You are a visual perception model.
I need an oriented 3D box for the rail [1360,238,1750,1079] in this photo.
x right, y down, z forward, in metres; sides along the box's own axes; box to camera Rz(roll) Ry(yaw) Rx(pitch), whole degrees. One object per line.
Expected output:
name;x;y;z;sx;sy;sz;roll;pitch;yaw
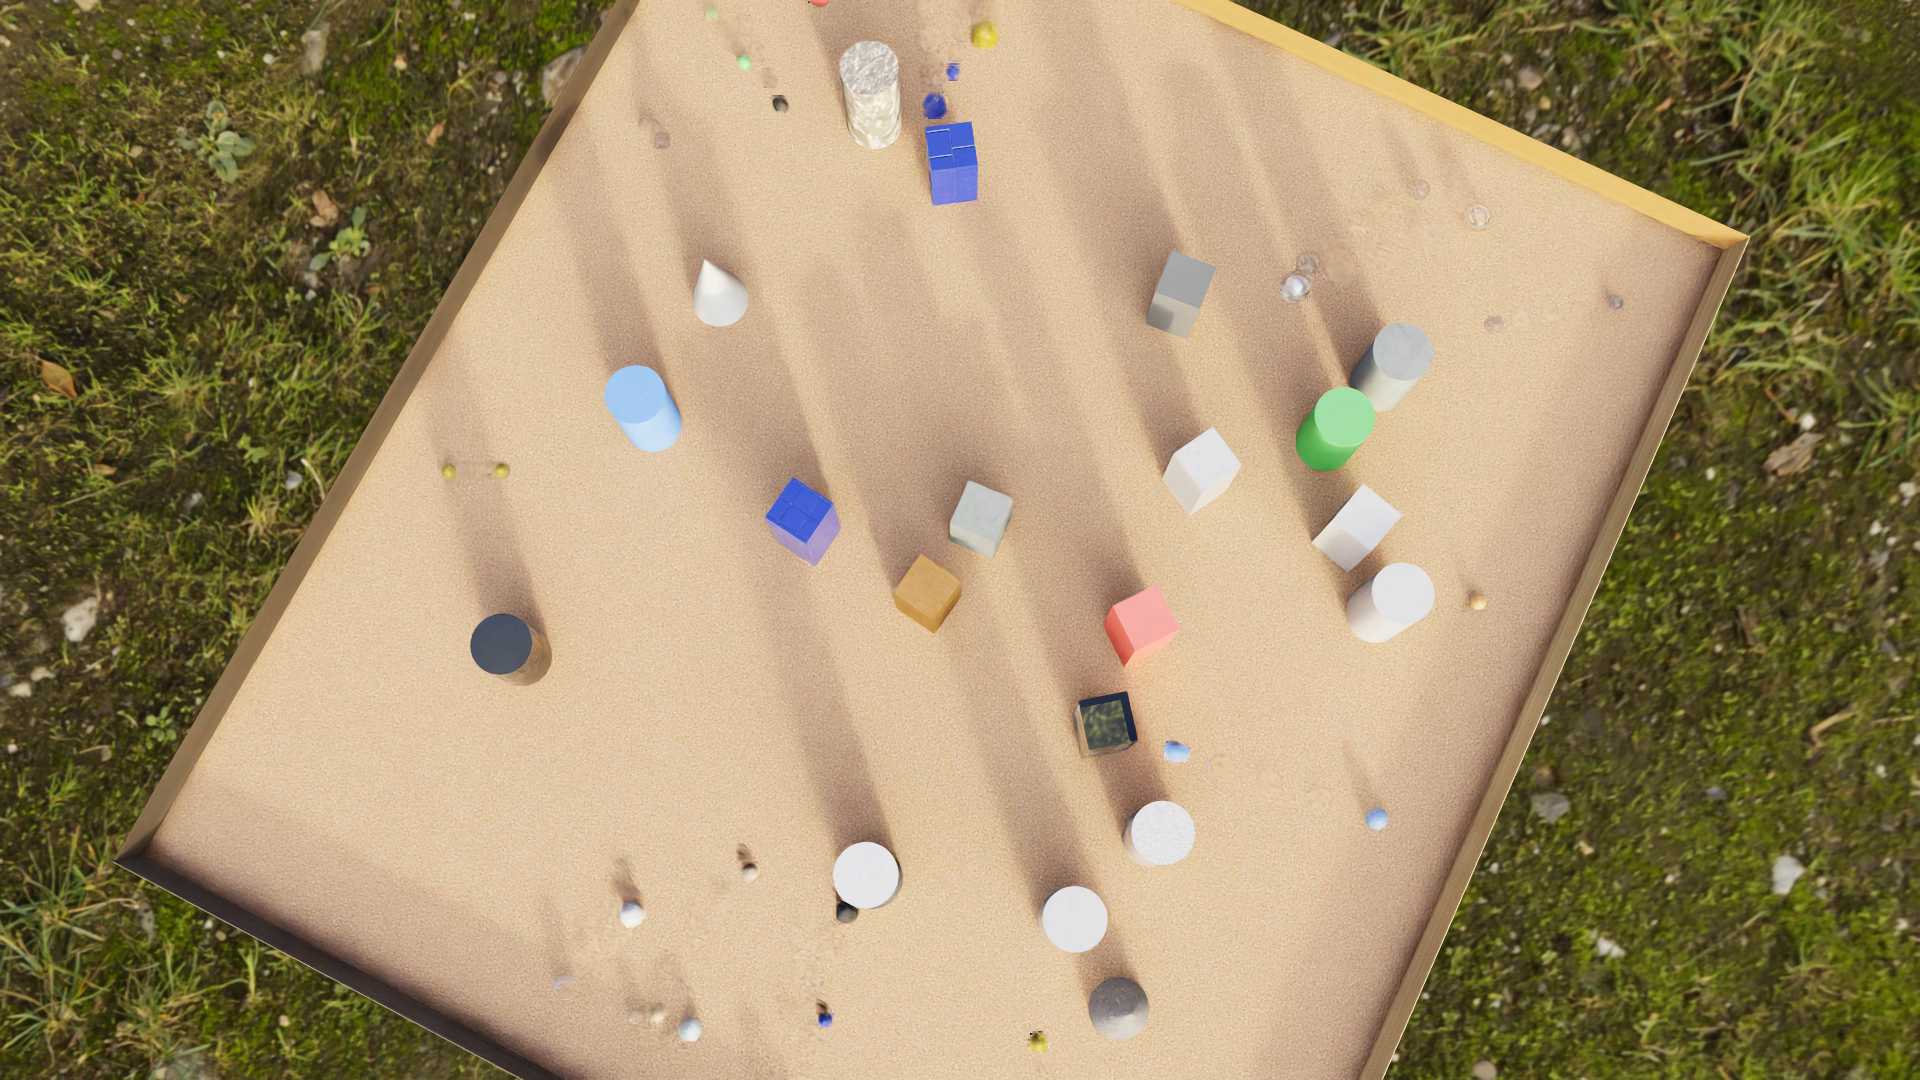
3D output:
rail;1.561;0.770;5.397;0.045;0.116;3.908;26;80;5

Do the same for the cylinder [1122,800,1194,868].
cylinder;0.570;0.851;5.288;0.178;0.298;0.178;0;78;0

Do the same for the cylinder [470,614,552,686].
cylinder;-1.322;0.327;5.411;0.178;0.269;0.178;0;78;0

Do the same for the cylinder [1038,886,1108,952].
cylinder;0.315;1.077;5.203;0.178;0.374;0.178;0;78;0

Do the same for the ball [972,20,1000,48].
ball;0.082;-1.633;5.908;0.089;0.089;0.089;0;78;0

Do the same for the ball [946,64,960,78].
ball;-0.021;-1.509;5.905;0.045;0.045;0.045;0;78;0

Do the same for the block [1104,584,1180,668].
block;0.529;0.256;5.382;0.142;0.356;0.142;-25;79;-5

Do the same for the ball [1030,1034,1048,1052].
ball;0.227;1.452;5.290;0.051;0.051;0.051;0;78;0

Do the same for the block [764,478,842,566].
block;-0.462;-0.050;5.446;0.142;0.354;0.142;33;80;6

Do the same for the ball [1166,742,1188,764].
ball;0.645;0.632;5.453;0.064;0.064;0.064;0;78;0

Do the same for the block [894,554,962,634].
block;-0.095;0.162;5.447;0.142;0.266;0.142;34;80;7

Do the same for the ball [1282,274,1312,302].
ball;1.055;-0.790;5.735;0.088;0.088;0.088;0;78;0

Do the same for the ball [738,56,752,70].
ball;-0.696;-1.540;5.911;0.045;0.045;0.045;0;78;0

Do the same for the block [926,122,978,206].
block;-0.026;-1.171;5.715;0.142;0.280;0.142;-8;78;-2

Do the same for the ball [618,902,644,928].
ball;-0.959;1.093;5.352;0.074;0.074;0.074;0;78;0

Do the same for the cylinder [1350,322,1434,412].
cylinder;1.303;-0.520;5.552;0.178;0.336;0.178;0;78;0

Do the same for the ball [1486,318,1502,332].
ball;1.671;-0.673;5.732;0.045;0.045;0.045;0;78;0

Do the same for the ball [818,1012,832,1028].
ball;-0.390;1.391;5.307;0.043;0.043;0.043;0;78;0

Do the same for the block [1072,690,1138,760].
block;0.418;0.543;5.338;0.142;0.325;0.142;-11;79;-2

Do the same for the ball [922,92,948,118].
ball;-0.081;-1.392;5.864;0.079;0.079;0.079;0;78;0

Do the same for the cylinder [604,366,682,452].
cylinder;-0.952;-0.393;5.528;0.178;0.332;0.178;0;78;0

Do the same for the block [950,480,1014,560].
block;0.064;-0.058;5.495;0.142;0.261;0.142;23;79;5

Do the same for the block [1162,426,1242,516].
block;0.722;-0.203;5.494;0.142;0.321;0.142;-34;80;-7

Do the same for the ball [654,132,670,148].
ball;-0.955;-1.279;5.855;0.050;0.050;0.050;0;78;0

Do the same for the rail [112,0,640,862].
rail;-1.561;-0.758;5.713;0.045;0.116;3.908;26;80;5

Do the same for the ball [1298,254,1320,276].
ball;1.095;-0.867;5.760;0.069;0.069;0.069;0;78;0

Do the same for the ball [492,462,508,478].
ball;-1.413;-0.214;5.637;0.047;0.047;0.047;0;78;0

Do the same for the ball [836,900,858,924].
ball;-0.330;1.088;5.354;0.068;0.068;0.068;0;78;0

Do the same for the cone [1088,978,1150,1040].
cone;0.463;1.330;5.169;0.178;0.337;0.178;0;78;0

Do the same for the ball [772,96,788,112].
ball;-0.577;-1.398;5.880;0.050;0.050;0.050;0;78;0

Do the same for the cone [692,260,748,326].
cone;-0.756;-0.794;5.596;0.178;0.360;0.178;0;78;0

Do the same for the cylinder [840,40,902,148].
cylinder;-0.274;-1.380;5.702;0.178;0.390;0.178;0;78;0

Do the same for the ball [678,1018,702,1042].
ball;-0.780;1.416;5.290;0.067;0.067;0.067;0;78;0

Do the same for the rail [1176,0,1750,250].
rail;0.863;-1.685;5.904;3.538;0.116;0.045;26;80;5

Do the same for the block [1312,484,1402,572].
block;1.177;-0.032;5.454;0.142;0.330;0.142;40;81;8

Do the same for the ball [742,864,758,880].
ball;-0.617;0.977;5.389;0.050;0.050;0.050;0;78;0

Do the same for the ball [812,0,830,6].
ball;-0.453;-1.769;5.946;0.070;0.070;0.070;0;78;0

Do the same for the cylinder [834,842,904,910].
cylinder;-0.257;0.956;5.202;0.178;0.425;0.178;0;78;0

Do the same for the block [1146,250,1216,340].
block;0.674;-0.748;5.617;0.142;0.300;0.142;22;79;4

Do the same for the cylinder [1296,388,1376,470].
cylinder;1.129;-0.331;5.525;0.178;0.312;0.178;0;78;0

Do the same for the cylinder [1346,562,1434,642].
cylinder;1.260;0.188;5.390;0.178;0.367;0.178;0;78;0

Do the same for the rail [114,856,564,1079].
rail;-0.863;1.697;5.206;3.538;0.116;0.045;26;80;5

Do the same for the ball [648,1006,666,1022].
ball;-0.877;1.373;5.308;0.048;0.048;0.048;0;78;0
